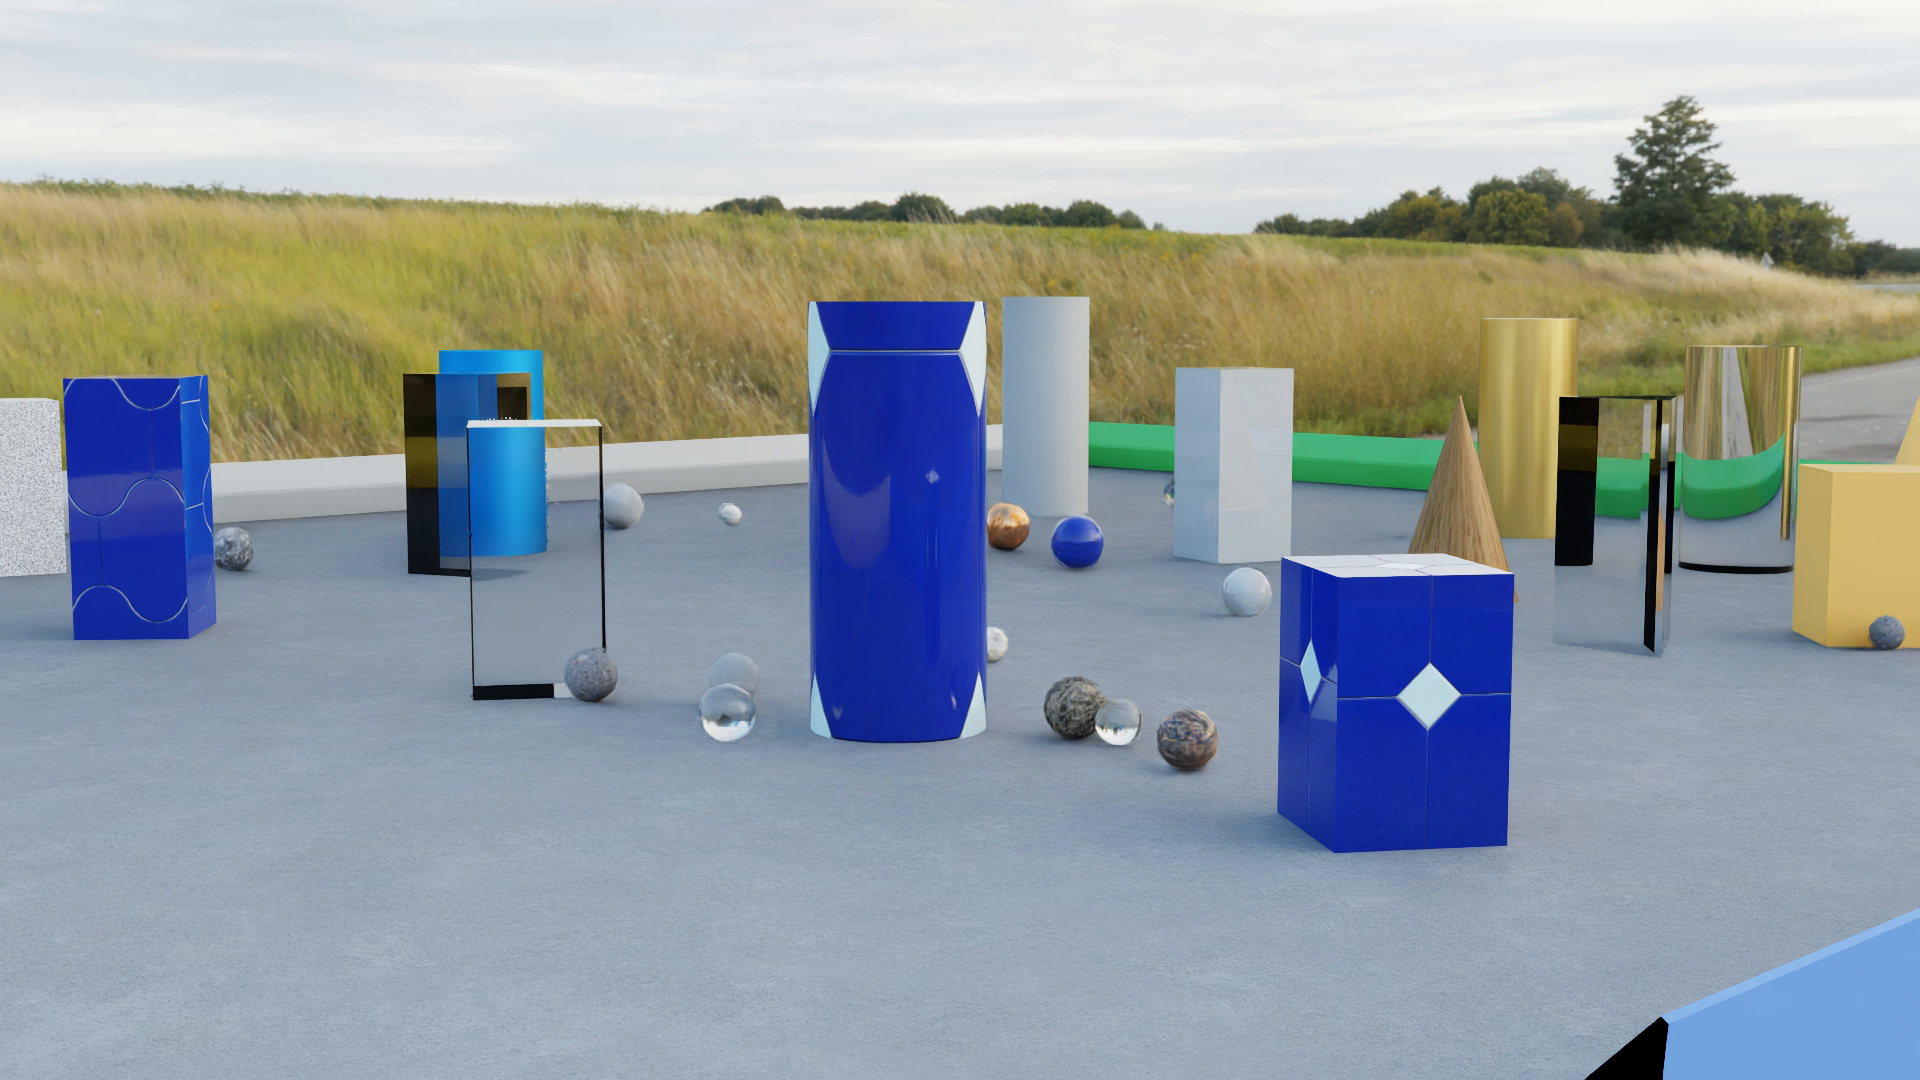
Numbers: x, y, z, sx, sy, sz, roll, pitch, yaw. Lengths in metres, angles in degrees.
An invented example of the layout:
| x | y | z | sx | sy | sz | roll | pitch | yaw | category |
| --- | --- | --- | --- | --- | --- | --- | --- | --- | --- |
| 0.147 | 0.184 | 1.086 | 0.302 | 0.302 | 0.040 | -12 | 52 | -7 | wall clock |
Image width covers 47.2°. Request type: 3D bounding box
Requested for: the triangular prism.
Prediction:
| x | y | z | sx | sy | sz | roll | pitch | yaw | category |
| --- | --- | --- | --- | --- | --- | --- | --- | --- | --- |
| 0.894 | -0.024 | 2.894 | 0.141 | 0.328 | 0.162 | -5 | 8 | -39 | triangular prism |

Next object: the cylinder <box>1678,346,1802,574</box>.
| x | y | z | sx | sy | sz | roll | pitch | yaw | category |
| --- | --- | --- | --- | --- | --- | --- | --- | --- | --- |
| 1.330 | -0.141 | 3.750 | 0.187 | 0.378 | 0.187 | 0 | 6 | 0 | cylinder |

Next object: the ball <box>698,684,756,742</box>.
| x | y | z | sx | sy | sz | roll | pitch | yaw | category |
| --- | --- | --- | --- | --- | --- | --- | --- | --- | --- |
| -0.239 | 0.178 | 2.258 | 0.060 | 0.060 | 0.060 | 0 | 6 | 0 | ball |

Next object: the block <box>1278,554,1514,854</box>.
| x | y | z | sx | sy | sz | roll | pitch | yaw | category |
| --- | --- | --- | --- | --- | --- | --- | --- | --- | --- |
| 0.367 | 0.134 | 1.873 | 0.150 | 0.227 | 0.150 | -1 | 6 | -10 | block |

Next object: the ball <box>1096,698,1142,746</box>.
| x | y | z | sx | sy | sz | roll | pitch | yaw | category |
| --- | --- | --- | --- | --- | --- | --- | --- | --- | --- |
| 0.162 | 0.185 | 2.241 | 0.048 | 0.048 | 0.048 | 0 | 6 | 0 | ball |

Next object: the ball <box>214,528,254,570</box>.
| x | y | z | sx | sy | sz | roll | pitch | yaw | category |
| --- | --- | --- | --- | --- | --- | --- | --- | --- | --- |
| -1.235 | 0.015 | 3.725 | 0.074 | 0.074 | 0.074 | 0 | 6 | 0 | ball |

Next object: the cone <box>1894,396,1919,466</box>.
| x | y | z | sx | sy | sz | roll | pitch | yaw | category |
| --- | --- | --- | --- | --- | --- | --- | --- | --- | --- |
| 1.402 | -0.054 | 3.231 | 0.187 | 0.315 | 0.187 | 0 | 6 | 0 | cone |

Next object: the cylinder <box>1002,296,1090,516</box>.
| x | y | z | sx | sy | sz | roll | pitch | yaw | category |
| --- | --- | --- | --- | --- | --- | --- | --- | --- | --- |
| 0.185 | -0.292 | 4.761 | 0.187 | 0.466 | 0.187 | 0 | 6 | 0 | cylinder |

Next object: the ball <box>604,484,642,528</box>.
| x | y | z | sx | sy | sz | roll | pitch | yaw | category |
| --- | --- | --- | --- | --- | --- | --- | --- | --- | --- |
| -0.686 | -0.069 | 4.451 | 0.087 | 0.087 | 0.087 | 0 | 6 | 0 | ball |

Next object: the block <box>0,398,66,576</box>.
| x | y | z | sx | sy | sz | roll | pitch | yaw | category |
| --- | --- | --- | --- | --- | --- | --- | --- | --- | --- |
| -1.605 | -0.091 | 3.706 | 0.150 | 0.289 | 0.150 | -4 | 7 | -32 | block |

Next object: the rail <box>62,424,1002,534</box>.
| x | y | z | sx | sy | sz | roll | pitch | yaw | category |
| --- | --- | --- | --- | --- | --- | --- | --- | --- | --- |
| -1.298 | -0.116 | 4.731 | 4.454 | 0.122 | 0.045 | -6 | 8 | -42 | rail |

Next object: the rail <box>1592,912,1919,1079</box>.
| x | y | z | sx | sy | sz | roll | pitch | yaw | category |
| --- | --- | --- | --- | --- | --- | --- | --- | --- | --- |
| 1.298 | 0.180 | 1.933 | 4.454 | 0.122 | 0.045 | -6 | 8 | -42 | rail |

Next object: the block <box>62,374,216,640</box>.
| x | y | z | sx | sy | sz | roll | pitch | yaw | category |
| --- | --- | --- | --- | --- | --- | --- | --- | --- | --- |
| -1.120 | -0.048 | 3.012 | 0.150 | 0.350 | 0.150 | -1 | 6 | -5 | block |

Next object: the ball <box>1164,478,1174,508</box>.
| x | y | z | sx | sy | sz | roll | pitch | yaw | category |
| --- | --- | --- | --- | --- | --- | --- | --- | --- | --- |
| 0.486 | -0.105 | 4.869 | 0.071 | 0.071 | 0.071 | 0 | 6 | 0 | ball |

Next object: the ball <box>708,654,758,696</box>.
| x | y | z | sx | sy | sz | roll | pitch | yaw | category |
| --- | --- | --- | --- | --- | --- | --- | --- | --- | --- |
| -0.255 | 0.156 | 2.476 | 0.056 | 0.056 | 0.056 | 0 | 6 | 0 | ball |

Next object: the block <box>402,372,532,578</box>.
| x | y | z | sx | sy | sz | roll | pitch | yaw | category |
| --- | --- | --- | --- | --- | --- | --- | --- | --- | --- |
| -0.827 | -0.114 | 3.708 | 0.150 | 0.335 | 0.150 | 3 | 7 | 23 | block |

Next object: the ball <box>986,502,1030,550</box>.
| x | y | z | sx | sy | sz | roll | pitch | yaw | category |
| --- | --- | --- | --- | --- | --- | --- | --- | --- | --- |
| 0.085 | -0.025 | 4.037 | 0.088 | 0.088 | 0.088 | 0 | 6 | 0 | ball |

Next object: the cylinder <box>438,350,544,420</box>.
| x | y | z | sx | sy | sz | roll | pitch | yaw | category |
| --- | --- | --- | --- | --- | --- | --- | --- | --- | --- |
| -0.862 | -0.167 | 4.062 | 0.187 | 0.365 | 0.187 | 0 | 6 | 0 | cylinder |

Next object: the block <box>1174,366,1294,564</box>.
| x | y | z | sx | sy | sz | roll | pitch | yaw | category |
| --- | --- | --- | --- | --- | --- | --- | --- | --- | --- |
| 0.484 | -0.136 | 3.904 | 0.150 | 0.337 | 0.150 | -3 | 7 | -25 | block |

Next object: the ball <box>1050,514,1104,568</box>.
| x | y | z | sx | sy | sz | roll | pitch | yaw | category |
| --- | --- | --- | --- | --- | --- | --- | --- | --- | --- |
| 0.201 | 0.003 | 3.757 | 0.091 | 0.091 | 0.091 | 0 | 6 | 0 | ball |

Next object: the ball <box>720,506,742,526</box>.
| x | y | z | sx | sy | sz | roll | pitch | yaw | category |
| --- | --- | --- | --- | --- | --- | --- | --- | --- | --- |
| -0.468 | -0.051 | 4.497 | 0.042 | 0.042 | 0.042 | 0 | 6 | 0 | ball |

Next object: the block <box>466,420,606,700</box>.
| x | y | z | sx | sy | sz | roll | pitch | yaw | category |
| --- | --- | --- | --- | --- | --- | --- | --- | --- | --- |
| -0.494 | 0.019 | 2.567 | 0.150 | 0.310 | 0.150 | -1 | 6 | -11 | block |

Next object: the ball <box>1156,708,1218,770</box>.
| x | y | z | sx | sy | sz | roll | pitch | yaw | category |
| --- | --- | --- | --- | --- | --- | --- | --- | --- | --- |
| 0.220 | 0.192 | 2.122 | 0.060 | 0.060 | 0.060 | 0 | 6 | 0 | ball |

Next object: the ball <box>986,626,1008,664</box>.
| x | y | z | sx | sy | sz | roll | pitch | yaw | category |
| --- | --- | --- | --- | --- | --- | --- | --- | --- | --- |
| 0.037 | 0.132 | 2.760 | 0.046 | 0.046 | 0.046 | 0 | 6 | 0 | ball |

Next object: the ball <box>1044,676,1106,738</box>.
| x | y | z | sx | sy | sz | roll | pitch | yaw | category |
| --- | --- | --- | --- | --- | --- | --- | --- | --- | --- |
| 0.119 | 0.173 | 2.276 | 0.065 | 0.065 | 0.065 | 0 | 6 | 0 | ball |

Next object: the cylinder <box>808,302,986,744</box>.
| x | y | z | sx | sy | sz | roll | pitch | yaw | category |
| --- | --- | --- | --- | --- | --- | --- | --- | --- | --- |
| -0.066 | -0.025 | 2.319 | 0.187 | 0.450 | 0.187 | 0 | 6 | 0 | cylinder |

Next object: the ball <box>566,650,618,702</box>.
| x | y | z | sx | sy | sz | roll | pitch | yaw | category |
| --- | --- | --- | --- | --- | --- | --- | --- | --- | --- |
| -0.417 | 0.154 | 2.490 | 0.058 | 0.058 | 0.058 | 0 | 6 | 0 | ball |

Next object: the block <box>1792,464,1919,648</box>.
| x | y | z | sx | sy | sz | roll | pitch | yaw | category |
| --- | --- | --- | --- | --- | --- | --- | --- | --- | --- |
| 1.220 | 0.019 | 2.951 | 0.150 | 0.230 | 0.150 | 0 | 6 | 5 | block |

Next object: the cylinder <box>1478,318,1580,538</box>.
| x | y | z | sx | sy | sz | roll | pitch | yaw | category |
| --- | --- | --- | --- | --- | --- | --- | --- | --- | --- |
| 1.111 | -0.222 | 4.310 | 0.187 | 0.422 | 0.187 | 0 | 6 | 0 | cylinder |

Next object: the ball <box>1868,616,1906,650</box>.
| x | y | z | sx | sy | sz | roll | pitch | yaw | category |
| --- | --- | --- | --- | --- | --- | --- | --- | --- | --- |
| 1.208 | 0.121 | 2.865 | 0.044 | 0.044 | 0.044 | 0 | 6 | 0 | ball |

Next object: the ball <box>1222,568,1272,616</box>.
| x | y | z | sx | sy | sz | roll | pitch | yaw | category |
| --- | --- | --- | --- | --- | --- | --- | --- | --- | --- |
| 0.413 | 0.075 | 3.171 | 0.071 | 0.071 | 0.071 | 0 | 6 | 0 | ball |

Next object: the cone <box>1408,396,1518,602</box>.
| x | y | z | sx | sy | sz | roll | pitch | yaw | category |
| --- | --- | --- | --- | --- | --- | --- | --- | --- | --- |
| 0.759 | -0.066 | 3.354 | 0.187 | 0.314 | 0.187 | 0 | 6 | 0 | cone |

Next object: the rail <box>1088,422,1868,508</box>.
| x | y | z | sx | sy | sz | roll | pitch | yaw | category |
| --- | --- | --- | --- | --- | --- | --- | --- | --- | --- |
| 1.619 | -0.126 | 4.818 | 0.045 | 0.122 | 3.875 | -6 | 8 | -42 | rail |
